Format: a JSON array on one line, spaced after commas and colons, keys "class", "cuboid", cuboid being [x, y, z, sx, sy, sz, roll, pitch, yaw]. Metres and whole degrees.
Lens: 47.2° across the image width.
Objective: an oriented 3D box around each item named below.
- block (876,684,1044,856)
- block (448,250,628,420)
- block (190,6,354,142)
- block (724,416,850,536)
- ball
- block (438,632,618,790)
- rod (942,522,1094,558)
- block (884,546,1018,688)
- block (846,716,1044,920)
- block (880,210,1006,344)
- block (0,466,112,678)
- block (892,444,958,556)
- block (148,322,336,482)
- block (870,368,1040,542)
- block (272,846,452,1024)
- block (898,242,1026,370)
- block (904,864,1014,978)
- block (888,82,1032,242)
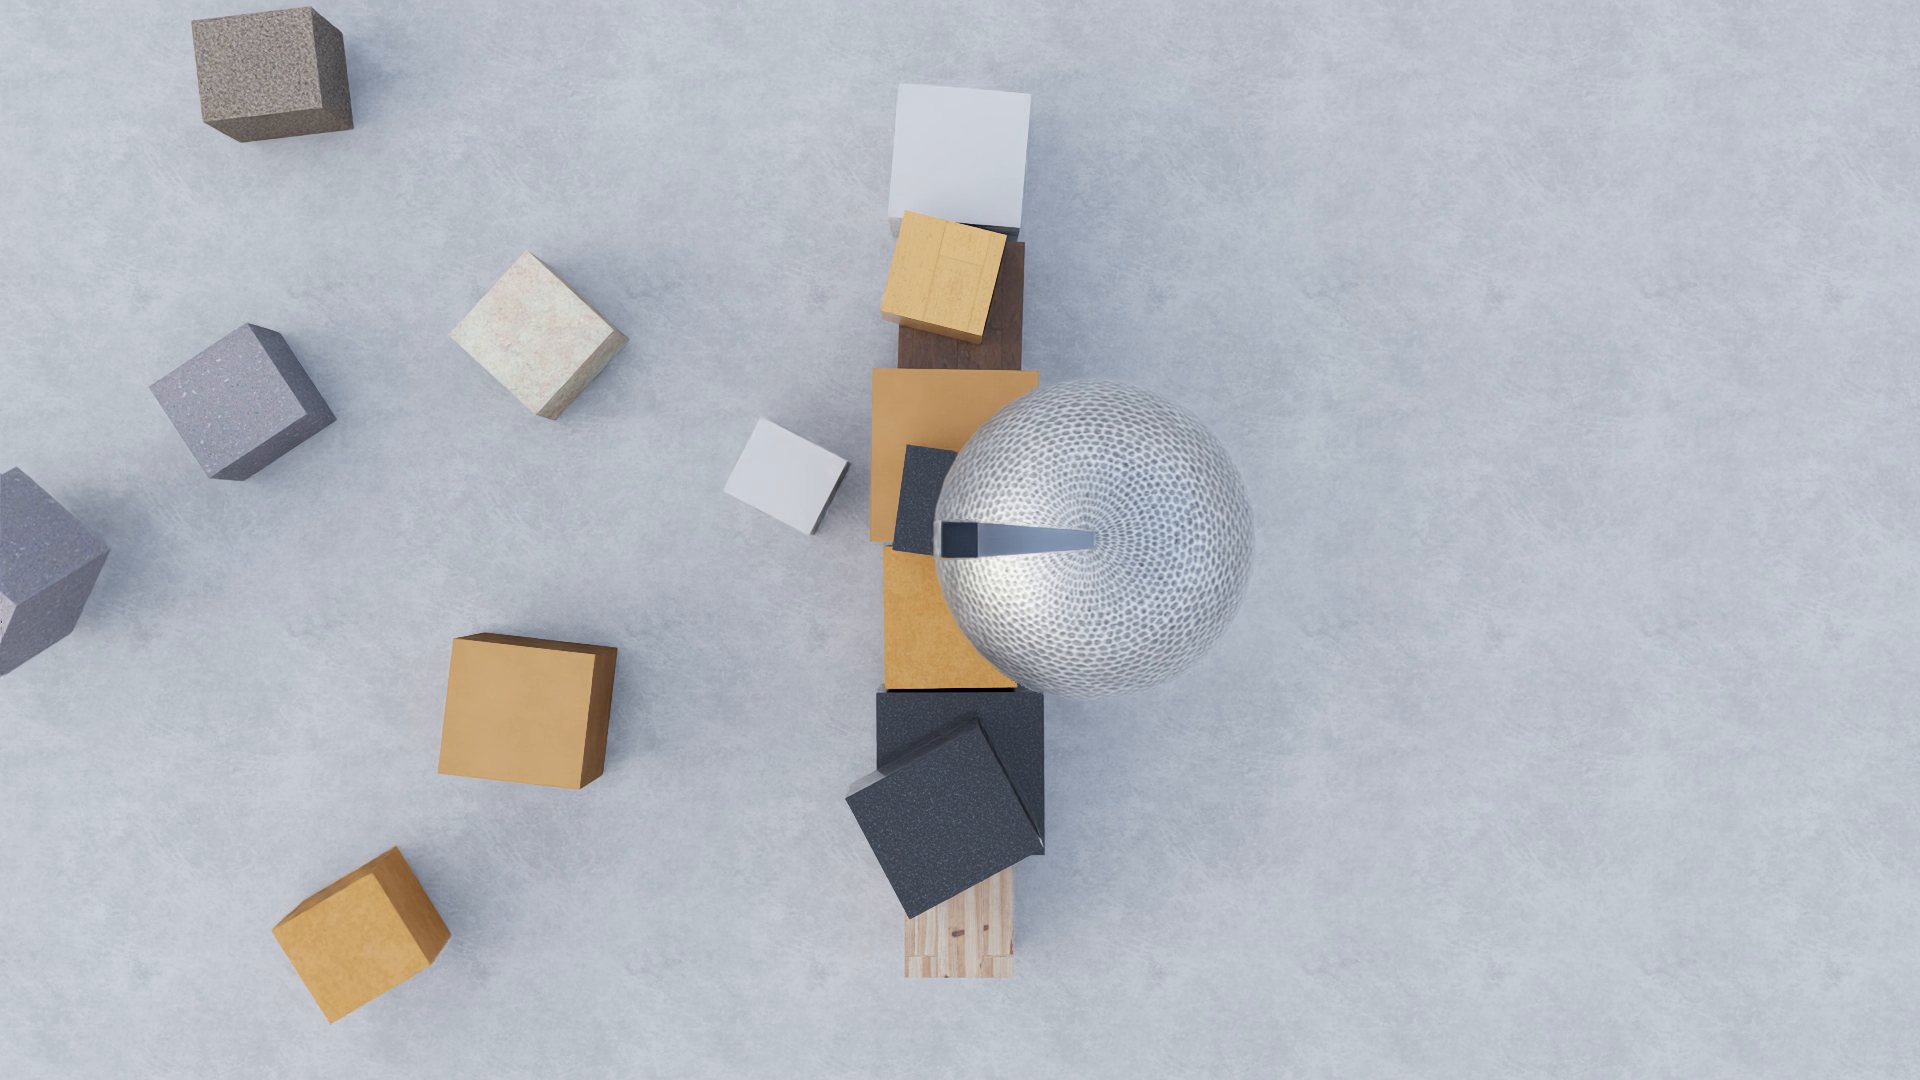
[{"class": "block", "cuboid": [0.002, 1.301, 12.613, 0.933, 0.775, 0.907, 0, 90, 0]}, {"class": "block", "cuboid": [-2.418, -1.171, 12.699, 0.667, 0.601, 0.650, 43, 90, 0]}, {"class": "block", "cuboid": [-3.952, -2.673, 12.676, 0.676, 0.649, 0.574, -7, 90, 0]}, {"class": "block", "cuboid": [-0.996, -0.365, 12.755, 0.551, 0.491, 0.474, 27, 90, 0]}, {"class": "ball", "cuboid": [0.662, 0.000, 10.901, 1.600, 1.600, 1.600, 0, 90, 0]}, {"class": "block", "cuboid": [-2.460, 0.966, 12.597, 0.792, 0.806, 0.755, 7, 90, 0]}, {"class": "rod", "cuboid": [0.287, 0.000, 7.521, 0.080, 5.200, 0.080, 0, 90, 6]}, {"class": "block", "cuboid": [-0.055, 0.426, 12.612, 0.736, 0.776, 0.794, -1, 90, 0]}, {"class": "block", "cuboid": [-0.082, 1.483, 11.865, 0.795, 0.721, 0.719, -28, 90, 0]}, {"class": "block", "cuboid": [-0.090, -1.443, 12.149, 0.569, 0.540, 0.560, 14, 90, 0]}, {"class": "block", "cuboid": [-5.453, 0.217, 12.465, 0.720, 0.724, 0.794, 41, 126, 2]}, {"class": "block", "cuboid": [-0.038, -0.188, 11.937, 0.572, 0.553, 0.567, 8, 90, 0]}, {"class": "block", "cuboid": [-4.128, -0.787, 12.697, 0.662, 0.607, 0.618, -33, 90, 0]}, {"class": "block", "cuboid": [-0.031, -0.466, 12.606, 0.926, 0.787, 0.962, 1, 90, 0]}, {"class": "block", "cuboid": [-3.425, 2.260, 12.642, 0.653, 0.659, 0.622, -30, 96, 0]}, {"class": "block", "cuboid": [0.008, -1.326, 12.709, 0.698, 0.581, 0.738, 2, 90, 0]}, {"class": "block", "cuboid": [-0.006, 2.100, 12.623, 0.607, 0.753, 0.676, 0, 90, 0]}, {"class": "block", "cuboid": [-0.003, -2.144, 12.627, 0.739, 0.745, 0.749, 5, 90, 0]}]
